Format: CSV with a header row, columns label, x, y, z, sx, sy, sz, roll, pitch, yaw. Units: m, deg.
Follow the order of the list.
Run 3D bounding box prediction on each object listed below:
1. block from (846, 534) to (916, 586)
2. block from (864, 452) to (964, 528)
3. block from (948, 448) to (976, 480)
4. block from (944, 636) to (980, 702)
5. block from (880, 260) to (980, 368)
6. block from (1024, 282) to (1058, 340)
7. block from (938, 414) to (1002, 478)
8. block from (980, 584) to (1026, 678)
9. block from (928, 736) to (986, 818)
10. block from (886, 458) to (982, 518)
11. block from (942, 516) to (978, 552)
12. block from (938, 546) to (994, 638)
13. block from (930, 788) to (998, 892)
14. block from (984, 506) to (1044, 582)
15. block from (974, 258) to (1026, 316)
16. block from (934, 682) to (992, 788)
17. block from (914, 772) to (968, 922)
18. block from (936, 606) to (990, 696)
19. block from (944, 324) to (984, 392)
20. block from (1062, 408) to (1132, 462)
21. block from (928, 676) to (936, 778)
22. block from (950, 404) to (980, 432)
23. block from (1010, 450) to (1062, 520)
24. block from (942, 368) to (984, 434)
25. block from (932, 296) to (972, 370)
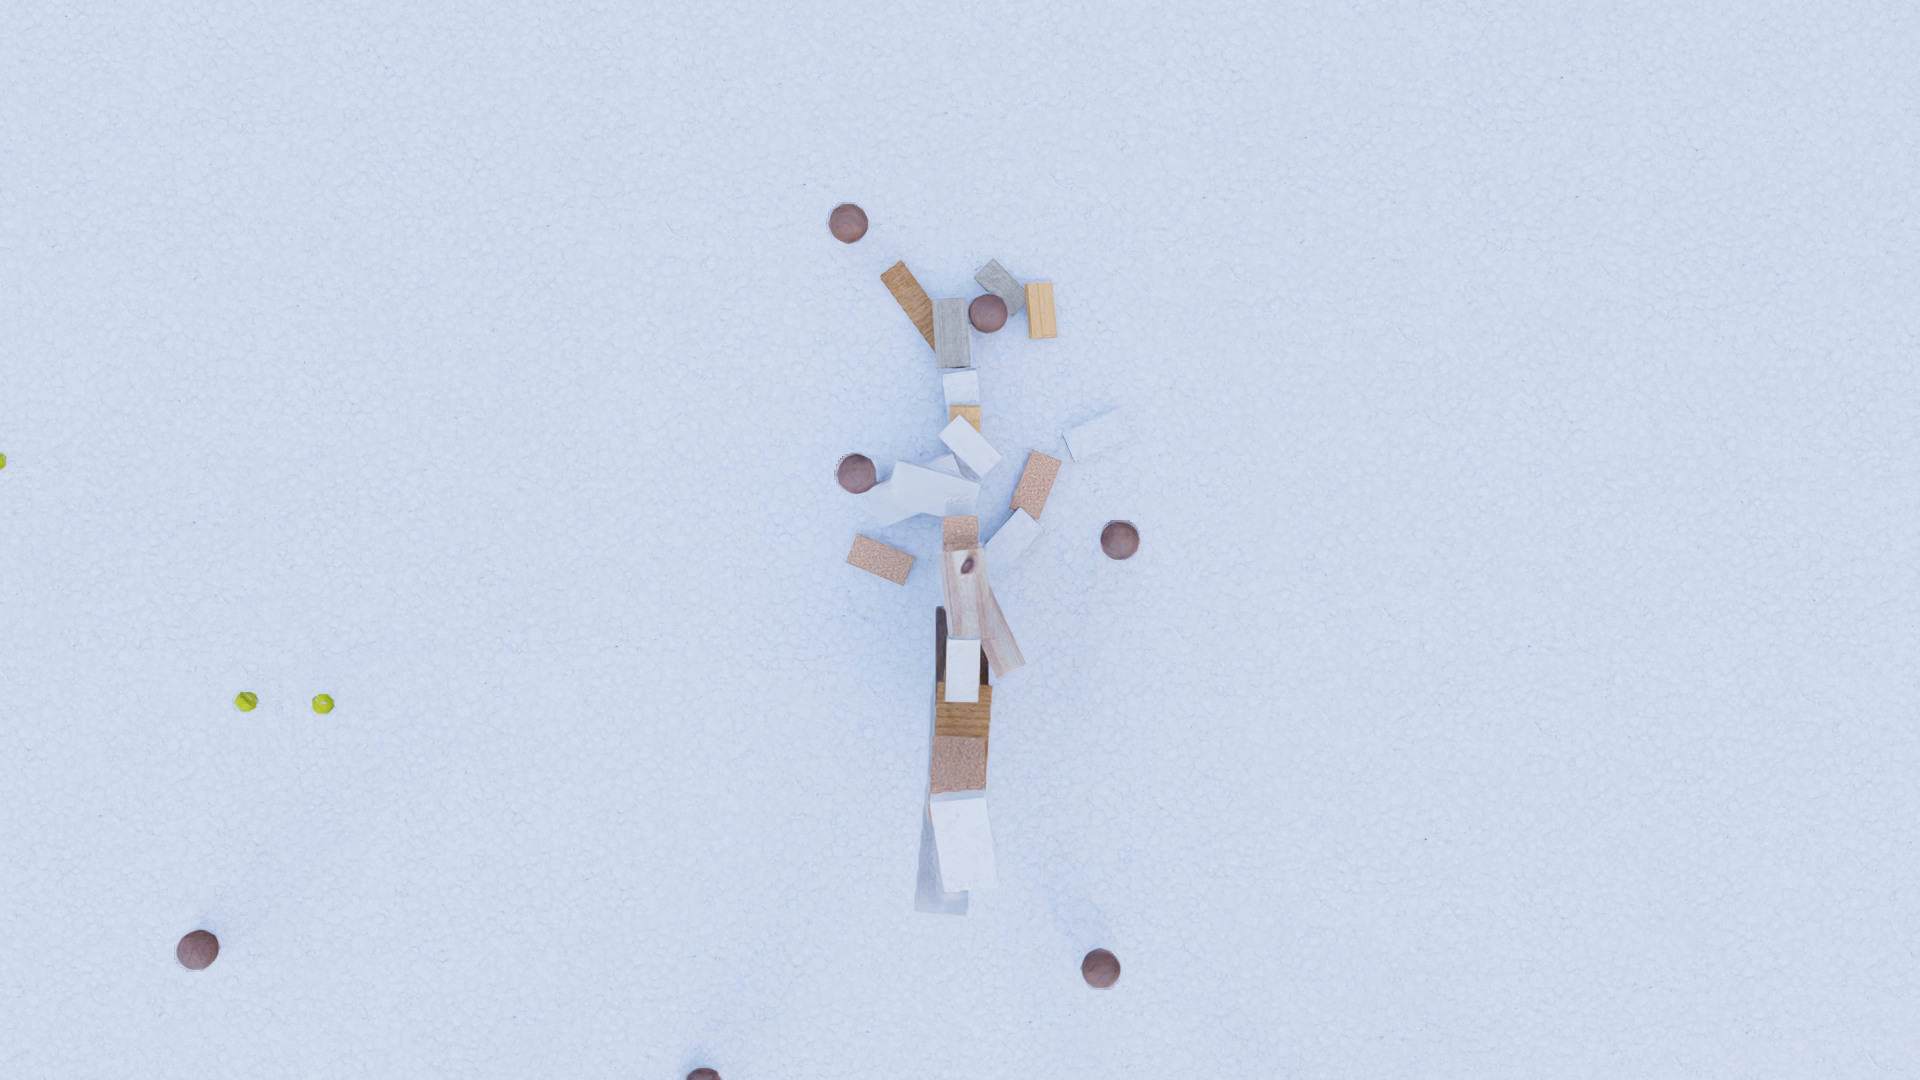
label,x,y,z,sx,sy,sz,roll,pitch,yaw
block,-0.265,0.065,5.485,0.208,0.029,0.104,22,90,0
block,-0.141,-0.165,5.442,0.314,0.040,0.142,-21,104,8
block,0.005,-0.216,5.458,0.100,0.028,0.200,7,106,0
block,0.008,0.409,5.196,0.104,0.029,0.208,1,106,-3
block,-0.101,-0.725,5.487,0.091,0.026,0.441,-36,90,0
block,0.269,-0.760,5.471,0.091,0.026,0.182,-5,90,-22
block,0.034,-0.309,5.401,0.200,0.028,0.100,44,100,-8
block,0.090,0.258,5.237,0.104,0.029,0.347,-25,95,2
block,-0.008,0.730,5.076,0.165,0.330,0.047,3,123,0
block,-0.087,-0.159,5.400,0.284,0.040,0.142,16,106,-3
block,0.002,0.037,5.258,0.113,0.032,0.226,0,90,0
block,0.021,0.172,5.193,0.142,0.040,0.284,-7,95,0
block,0.014,0.904,4.949,0.165,0.047,0.330,-6,116,4
block,0.156,0.013,5.469,0.106,0.030,0.242,43,97,-3
block,0.142,-0.841,5.487,0.091,0.026,0.182,-45,90,0
block,0.004,0.633,5.254,0.174,0.049,0.347,4,85,0
block,-0.034,0.856,5.288,0.165,0.047,0.727,5,58,0
block,0.007,0.385,5.395,0.174,0.049,0.347,0,61,0
block,0.000,-0.594,5.458,0.113,0.032,0.227,-11,90,0
block,0.457,-0.349,5.485,0.211,0.030,0.106,-24,90,0
block,-0.013,0.611,5.385,0.174,0.049,0.347,3,58,-2
block,0.015,-0.347,5.446,0.100,0.028,0.200,1,114,0
block,0.251,-0.184,5.485,0.106,0.030,0.212,22,90,0
block,0.009,-0.450,5.437,0.113,0.032,0.227,-7,114,-1
block,-0.028,-0.680,5.426,0.113,0.032,0.227,-4,90,0
